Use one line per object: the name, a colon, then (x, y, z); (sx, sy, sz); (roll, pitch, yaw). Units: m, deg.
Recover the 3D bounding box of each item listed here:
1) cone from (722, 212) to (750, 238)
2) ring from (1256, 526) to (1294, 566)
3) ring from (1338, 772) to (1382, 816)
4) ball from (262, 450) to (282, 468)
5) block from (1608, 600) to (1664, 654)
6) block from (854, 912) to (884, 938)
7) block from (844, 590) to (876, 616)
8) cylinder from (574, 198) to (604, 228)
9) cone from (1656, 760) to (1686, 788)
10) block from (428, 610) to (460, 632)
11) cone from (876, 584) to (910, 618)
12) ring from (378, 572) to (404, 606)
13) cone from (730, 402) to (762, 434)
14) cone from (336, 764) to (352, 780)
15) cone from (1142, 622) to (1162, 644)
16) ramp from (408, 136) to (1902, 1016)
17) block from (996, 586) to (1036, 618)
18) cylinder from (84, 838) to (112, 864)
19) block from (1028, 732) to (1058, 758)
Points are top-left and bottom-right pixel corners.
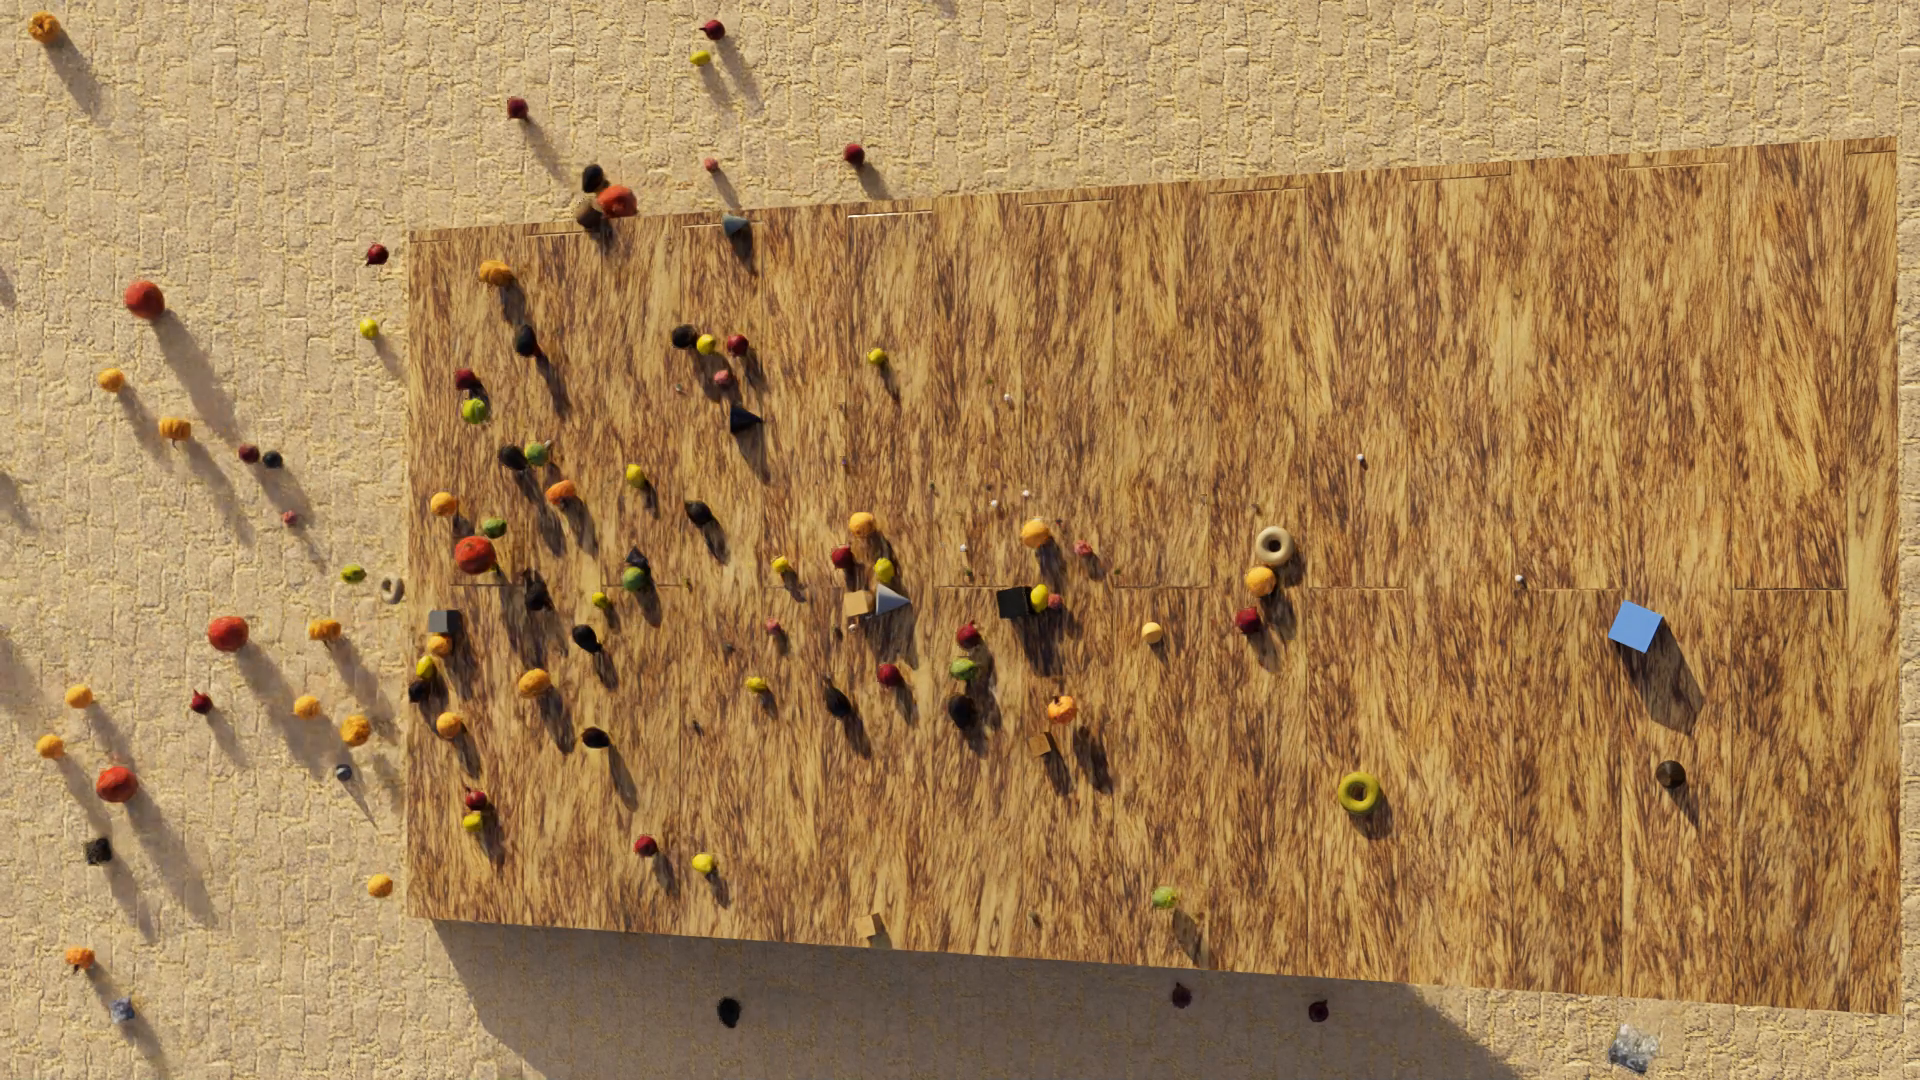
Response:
cone: (-0.611, -0.870, 6.030); (0.074, 0.074, 0.074); (-9, 89, -6)
ring: (0.787, 0.015, 5.494); (0.099, 0.033, 0.099); (0, 90, 20)
ring: (0.984, 0.625, 5.410); (0.109, 0.036, 0.109); (0, 90, 19)
ball: (-2.026, -0.237, 6.480); (0.054, 0.054, 0.054); (0, 89, 0)
block: (1.585, 0.203, 5.159); (0.092, 0.092, 0.092); (25, 98, 19)
block: (-0.244, 1.026, 5.857); (0.052, 0.052, 0.052); (-15, 84, 20)
block: (-0.267, 0.168, 5.873); (0.060, 0.060, 0.060); (-13, 85, 20)
cylinder: (-1.042, -0.917, 6.176); (0.062, 0.062, 0.062); (-44, 89, -3)
cone: (1.660, 0.551, 5.141); (0.066, 0.066, 0.066); (0, 89, 21)
block: (-1.484, 0.234, 6.328); (0.062, 0.062, 0.062); (-5, 88, 20)
cone: (-0.175, 0.161, 5.848); (0.092, 0.092, 0.092); (1, 89, -8)
ring: (-1.663, 0.143, 6.430); (0.098, 0.033, 0.098); (1, 91, 37)
cone: (-0.581, -0.330, 6.007); (0.092, 0.092, 0.092); (3, 89, -6)
cone: (-1.821, 0.686, 6.470); (0.051, 0.051, 0.051); (0, 89, 0)
cone: (0.482, 0.237, 5.594); (0.054, 0.054, 0.054); (0, 89, 21)
ramp: (0.281, 0.089, 5.753); (4.000, 0.100, 2.000); (0, 89, 21)
block: (0.145, 0.162, 5.711); (0.073, 0.073, 0.073); (-11, 86, 20)
cylinder: (-2.533, 0.914, 6.460); (0.065, 0.065, 0.065); (-15, 89, 0)
block: (0.213, 0.528, 5.693); (0.050, 0.050, 0.050); (-24, 81, 19)
